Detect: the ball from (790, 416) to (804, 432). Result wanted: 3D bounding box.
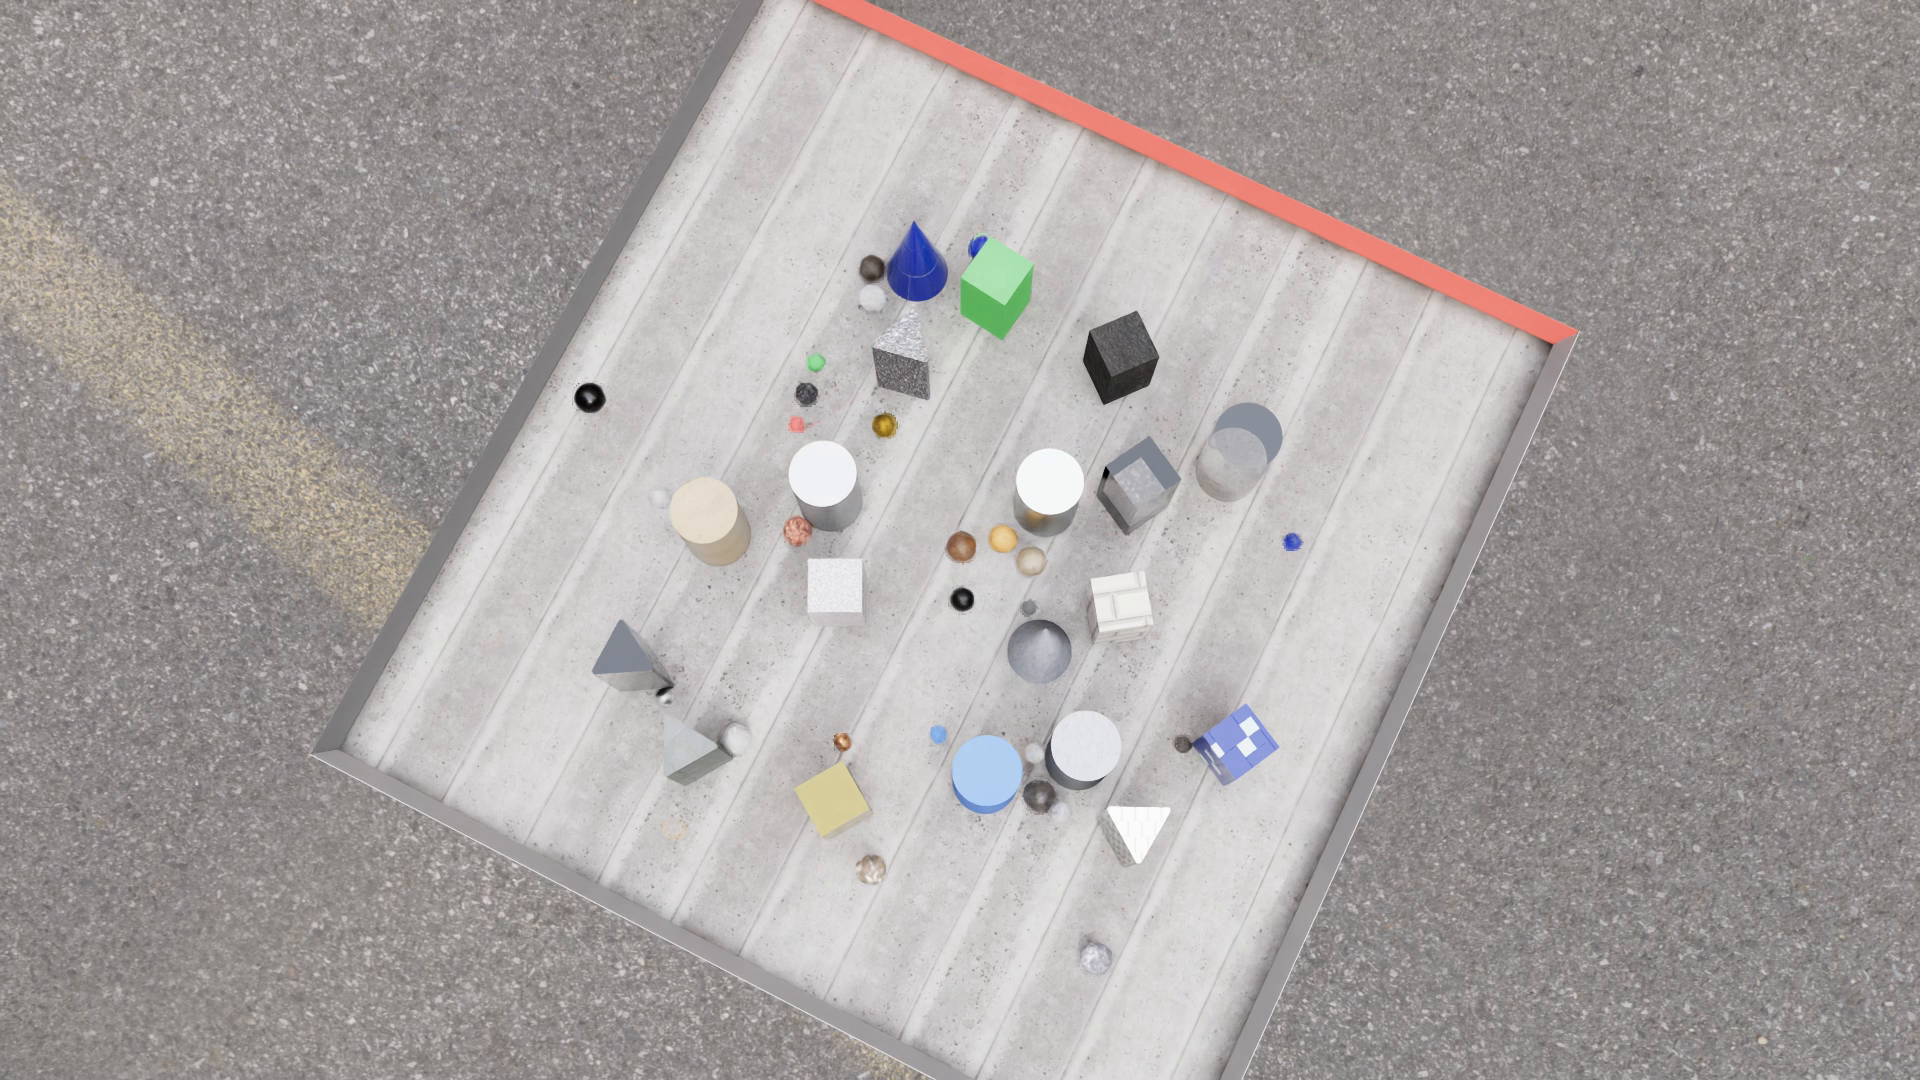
[{"bbox_3d":[-0.504,-0.359,5.668,0.045,0.045,0.045,0,78,0],"label":"ball"}]

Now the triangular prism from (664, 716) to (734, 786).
[{"bbox_3d":[-0.787,0.592,5.306,0.170,0.369,0.147,-29,80,-6],"label":"triangular prism"}]

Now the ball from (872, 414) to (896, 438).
[{"bbox_3d":[-0.236,-0.353,5.653,0.073,0.073,0.073,0,78,0],"label":"ball"}]

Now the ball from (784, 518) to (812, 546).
[{"bbox_3d":[-0.492,-0.025,5.577,0.088,0.088,0.088,0,78,0],"label":"ball"}]

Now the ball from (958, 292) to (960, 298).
[{"bbox_3d":[0.015,-0.770,5.755,0.040,0.040,0.040,0,78,0],"label":"ball"}]

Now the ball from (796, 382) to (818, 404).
[{"bbox_3d":[-0.475,-0.454,5.675,0.070,0.070,0.070,0,78,0],"label":"ball"}]

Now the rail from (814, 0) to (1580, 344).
[{"bbox_3d":[0.628,-1.224,5.804,2.822,0.127,0.045,26,80,5],"label":"rail"}]

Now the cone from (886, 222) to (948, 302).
[{"bbox_3d":[-0.135,-0.891,5.576,0.196,0.441,0.196,0,78,0],"label":"cone"}]

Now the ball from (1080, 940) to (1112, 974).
[{"bbox_3d":[0.394,1.212,5.317,0.096,0.096,0.096,0,78,0],"label":"ball"}]

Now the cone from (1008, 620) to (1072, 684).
[{"bbox_3d":[0.240,0.292,5.328,0.196,0.448,0.196,0,78,0],"label":"cone"}]

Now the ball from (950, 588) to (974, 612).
[{"bbox_3d":[0.007,0.180,5.541,0.075,0.075,0.075,0,78,0],"label":"ball"}]

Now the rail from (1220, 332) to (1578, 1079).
[{"bbox_3d":[1.241,0.614,5.423,0.045,0.127,2.858,26,80,5],"label":"rail"}]

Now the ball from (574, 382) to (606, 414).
[{"bbox_3d":[-1.143,-0.438,5.658,0.096,0.096,0.096,0,78,0],"label":"ball"}]

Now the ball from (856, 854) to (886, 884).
[{"bbox_3d":[-0.262,0.966,5.372,0.088,0.088,0.088,0,78,0],"label":"ball"}]

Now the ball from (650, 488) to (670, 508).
[{"bbox_3d":[-0.916,-0.129,5.612,0.061,0.061,0.061,0,78,0],"label":"ball"}]

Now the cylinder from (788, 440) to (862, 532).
[{"bbox_3d":[-0.397,-0.157,5.469,0.196,0.352,0.196,0,78,0],"label":"cylinder"}]

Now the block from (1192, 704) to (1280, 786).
[{"bbox_3d":[0.803,0.601,5.357,0.157,0.264,0.157,-35,81,-7],"label":"block"}]

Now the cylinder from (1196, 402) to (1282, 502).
[{"bbox_3d":[0.825,-0.256,5.451,0.196,0.427,0.196,0,78,0],"label":"cylinder"}]

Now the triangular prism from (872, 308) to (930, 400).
[{"bbox_3d":[-0.155,-0.570,5.530,0.170,0.400,0.147,17,79,3],"label":"triangular prism"}]

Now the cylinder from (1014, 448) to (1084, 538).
[{"bbox_3d":[0.261,-0.137,5.478,0.196,0.327,0.196,0,78,0],"label":"cylinder"}]

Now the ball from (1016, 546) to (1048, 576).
[{"bbox_3d":[0.217,0.065,5.556,0.093,0.093,0.093,0,78,0],"label":"ball"}]

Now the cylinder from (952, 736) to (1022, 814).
[{"bbox_3d":[0.075,0.679,5.276,0.196,0.392,0.196,0,78,0],"label":"cylinder"}]

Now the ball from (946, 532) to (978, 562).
[{"bbox_3d":[0.005,0.020,5.565,0.093,0.093,0.093,0,78,0],"label":"ball"}]

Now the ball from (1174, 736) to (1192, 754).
[{"bbox_3d":[0.664,0.611,5.463,0.051,0.051,0.051,0,78,0],"label":"ball"}]

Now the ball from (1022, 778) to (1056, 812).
[{"bbox_3d":[0.234,0.754,5.410,0.098,0.098,0.098,0,78,0],"label":"ball"}]

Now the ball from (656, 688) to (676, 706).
[{"bbox_3d":[-0.881,0.470,5.490,0.057,0.057,0.057,0,78,0],"label":"ball"}]

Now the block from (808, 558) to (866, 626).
[{"bbox_3d":[-0.363,0.158,5.450,0.157,0.262,0.157,0,78,0],"label":"block"}]

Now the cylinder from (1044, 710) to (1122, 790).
[{"bbox_3d":[0.352,0.612,5.292,0.196,0.388,0.196,0,78,0],"label":"cylinder"}]

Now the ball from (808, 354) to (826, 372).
[{"bbox_3d":[-0.447,-0.552,5.702,0.057,0.057,0.057,0,78,0],"label":"ball"}]

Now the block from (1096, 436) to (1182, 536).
[{"bbox_3d":[0.528,-0.156,5.455,0.157,0.380,0.157,-34,80,-7],"label":"block"}]

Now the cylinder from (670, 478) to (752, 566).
[{"bbox_3d":[-0.738,-0.050,5.449,0.196,0.349,0.196,0,78,0],"label":"cylinder"}]

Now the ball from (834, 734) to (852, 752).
[{"bbox_3d":[-0.348,0.604,5.466,0.053,0.053,0.053,0,78,0],"label":"ball"}]

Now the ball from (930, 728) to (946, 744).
[{"bbox_3d":[-0.064,0.585,5.470,0.050,0.050,0.050,0,78,0],"label":"ball"}]

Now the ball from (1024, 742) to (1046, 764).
[{"bbox_3d":[0.223,0.634,5.453,0.063,0.063,0.063,0,78,0],"label":"ball"}]

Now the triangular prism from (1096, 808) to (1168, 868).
[{"bbox_3d":[0.466,0.815,5.218,0.147,0.451,0.170,31,80,6],"label":"triangular prism"}]

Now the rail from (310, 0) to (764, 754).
[{"bbox_3d":[-1.241,-0.601,5.675,0.045,0.127,2.858,26,80,5],"label":"rail"}]

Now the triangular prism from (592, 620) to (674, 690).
[{"bbox_3d":[-0.950,0.335,5.343,0.170,0.401,0.147,-4,78,-1],"label":"triangular prism"}]

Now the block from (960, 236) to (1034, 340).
[{"bbox_3d":[0.111,-0.766,5.604,0.157,0.335,0.157,33,80,6],"label":"block"}]

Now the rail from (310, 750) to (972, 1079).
[{"bbox_3d":[-0.628,1.238,5.294,2.822,0.127,0.045,26,80,5],"label":"rail"}]

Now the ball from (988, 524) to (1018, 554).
[{"bbox_3d":[0.131,-0.003,5.573,0.087,0.087,0.087,0,78,0],"label":"ball"}]

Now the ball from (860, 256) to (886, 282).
[{"bbox_3d":[-0.276,-0.853,5.751,0.082,0.082,0.082,0,78,0],"label":"ball"}]

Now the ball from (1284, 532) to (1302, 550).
[{"bbox_3d":[1.016,0.003,5.590,0.050,0.050,0.050,0,78,0],"label":"ball"}]

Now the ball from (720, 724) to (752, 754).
[{"bbox_3d":[-0.666,0.591,5.447,0.092,0.092,0.092,0,78,0],"label":"ball"}]

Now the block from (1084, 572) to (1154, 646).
[{"bbox_3d":[0.468,0.205,5.431,0.157,0.280,0.157,-9,78,-2],"label":"block"}]

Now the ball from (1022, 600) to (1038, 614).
[{"bbox_3d":[0.211,0.203,5.551,0.046,0.046,0.046,0,78,0],"label":"ball"}]

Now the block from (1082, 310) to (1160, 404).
[{"bbox_3d":[0.487,-0.551,5.576,0.157,0.303,0.157,-23,79,-5],"label":"block"}]

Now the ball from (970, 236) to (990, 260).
[{"bbox_3d":[0.073,-0.911,5.759,0.090,0.090,0.090,0,78,0],"label":"ball"}]

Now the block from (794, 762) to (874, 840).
[{"bbox_3d":[-0.362,0.759,5.317,0.157,0.279,0.157,-30,80,-6],"label":"block"}]

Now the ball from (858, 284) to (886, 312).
[{"bbox_3d":[-0.274,-0.756,5.730,0.084,0.084,0.084,0,78,0],"label":"ball"}]

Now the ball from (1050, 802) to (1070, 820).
[{"bbox_3d":[0.295,0.802,5.421,0.058,0.058,0.058,0,78,0],"label":"ball"}]
